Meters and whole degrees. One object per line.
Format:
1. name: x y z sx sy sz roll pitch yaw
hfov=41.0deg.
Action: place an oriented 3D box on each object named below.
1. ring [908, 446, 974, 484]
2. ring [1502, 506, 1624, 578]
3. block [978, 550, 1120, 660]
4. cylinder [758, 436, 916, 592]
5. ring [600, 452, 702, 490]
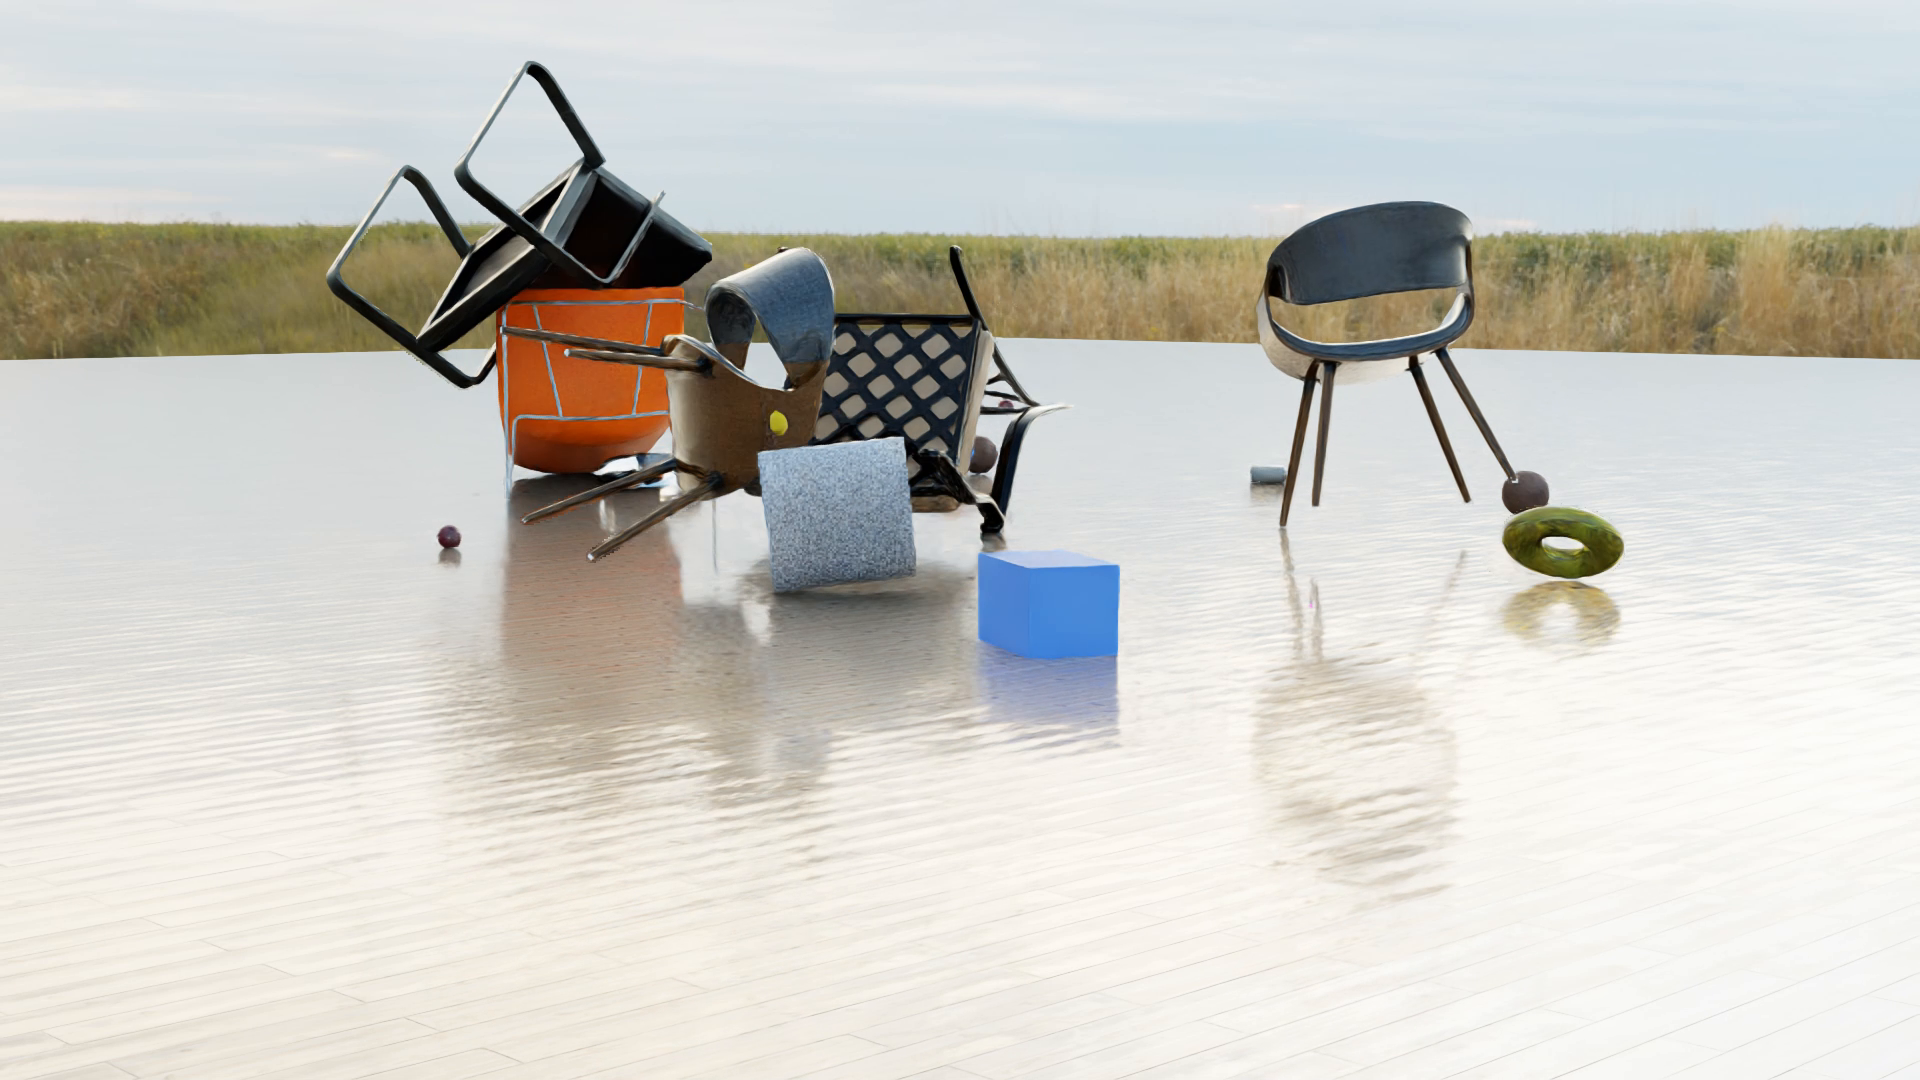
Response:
1. ring: -0.069 -0.239 8.164 0.242 0.086 0.039 -22 -17 -1
2. ring: 1.297 0.005 5.519 0.261 0.062 0.216 2 -38 24
3. block: 0.154 0.111 4.560 0.166 0.158 0.265 -2 6 -19
4. cylinder: -0.250 -0.050 5.277 0.296 0.329 0.146 -6 32 -3
5. ring: -0.958 -0.215 7.962 0.220 0.104 0.408 -5 1 34
